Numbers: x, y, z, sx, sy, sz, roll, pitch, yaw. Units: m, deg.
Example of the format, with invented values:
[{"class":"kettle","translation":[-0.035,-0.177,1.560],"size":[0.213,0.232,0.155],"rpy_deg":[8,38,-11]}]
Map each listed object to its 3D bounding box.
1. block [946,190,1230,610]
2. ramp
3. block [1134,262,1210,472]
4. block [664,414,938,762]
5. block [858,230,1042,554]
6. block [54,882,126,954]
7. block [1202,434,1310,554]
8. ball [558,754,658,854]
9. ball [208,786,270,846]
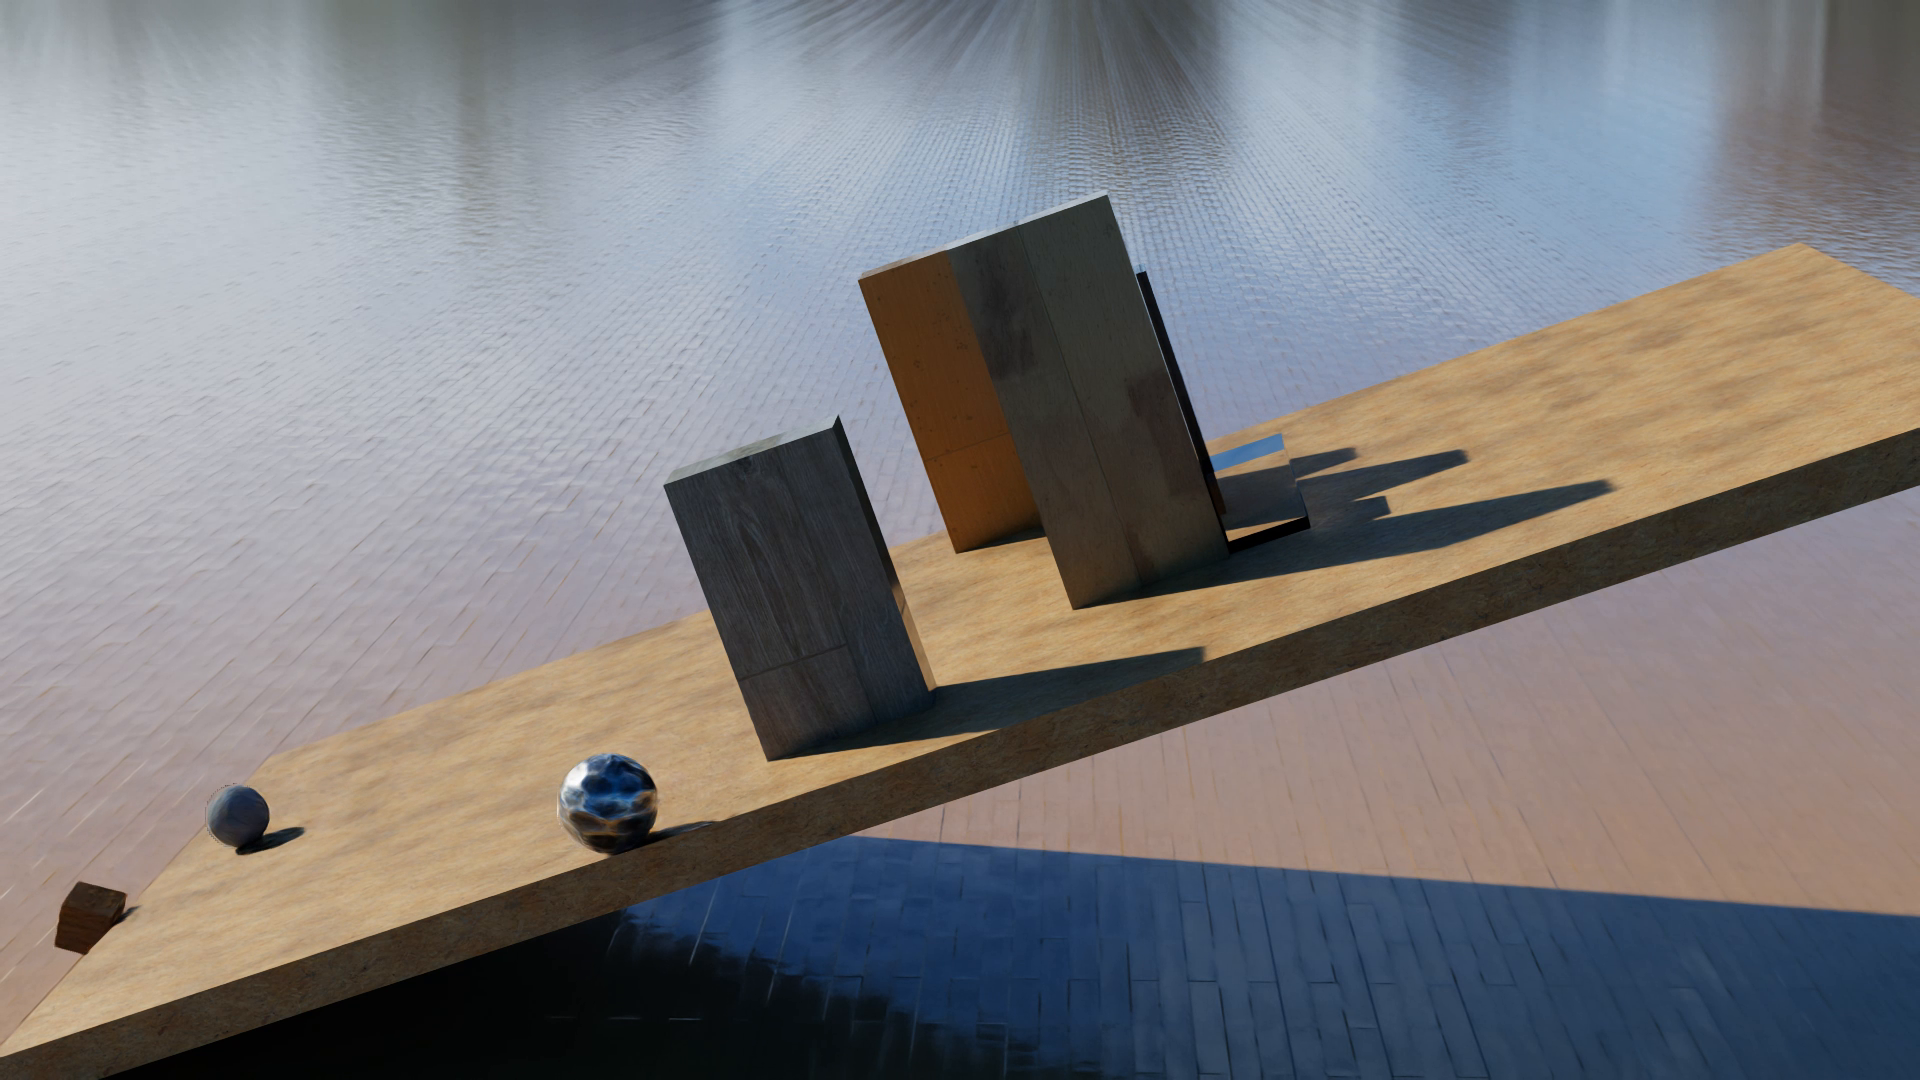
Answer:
[{"class":"block","translation":[0.263,-0.282,5.964],"size":[0.339,0.779,0.114],"rpy_deg":[-19,11,6]},{"class":"ramp","translation":[0.110,0.179,6.302],"size":[4.000,0.100,2.000],"rpy_deg":[-19,11,6]},{"class":"block","translation":[0.368,-0.298,6.460],"size":[0.266,0.550,0.144],"rpy_deg":[-19,11,6]},{"class":"block","translation":[-0.303,0.092,5.669],"size":[0.341,0.575,0.146],"rpy_deg":[-19,11,6]},{"class":"block","translation":[0.027,-0.349,6.940],"size":[0.315,0.688,0.134],"rpy_deg":[-19,11,6]},{"class":"block","translation":[-1.871,0.818,6.330],"size":[0.107,0.107,0.107],"rpy_deg":[15,21,-2]},{"class":"block","translation":[0.609,-0.097,6.056],"size":[0.172,0.172,0.172],"rpy_deg":[-18,11,8]},{"class":"ball","translation":[-0.645,0.483,5.397],"size":[0.183,0.183,0.183],"rpy_deg":[0,12,0]},{"class":"ball","translation":[-1.609,0.616,6.557],"size":[0.135,0.135,0.135],"rpy_deg":[0,12,0]}]
